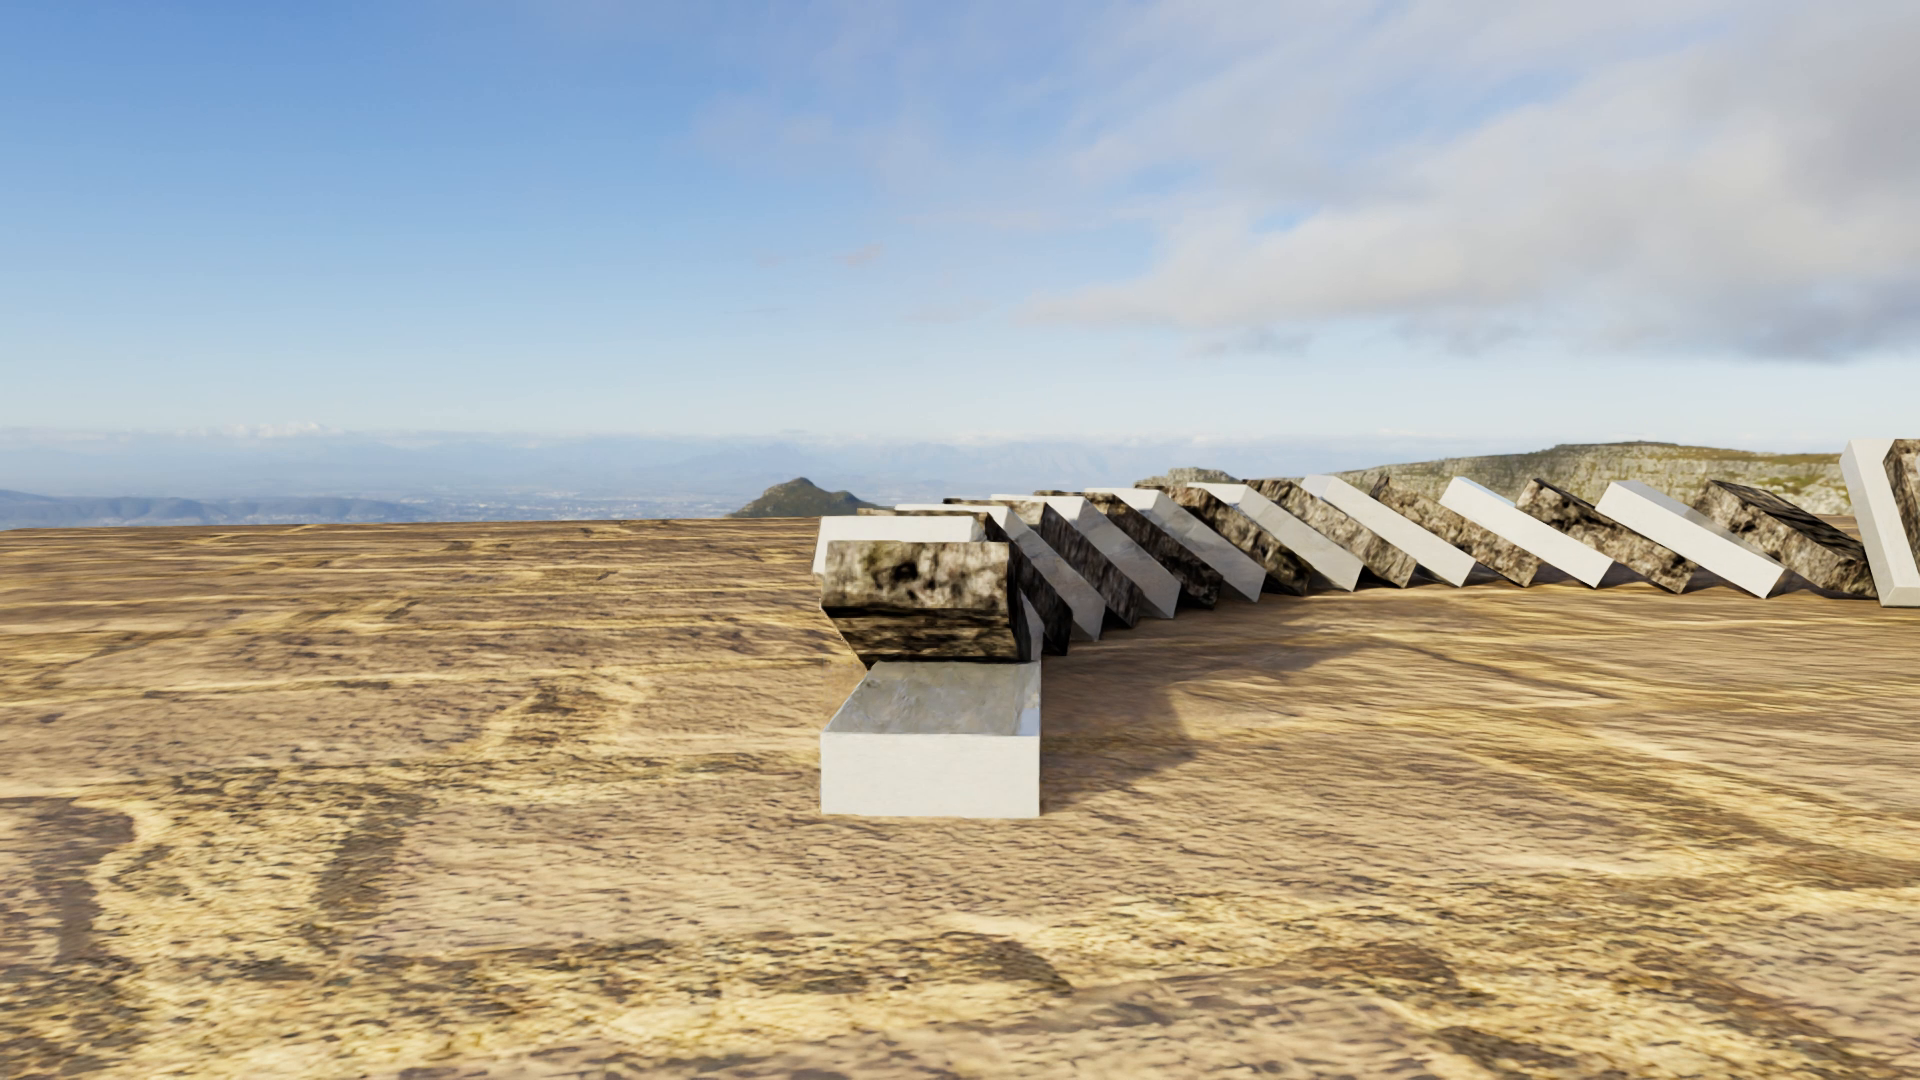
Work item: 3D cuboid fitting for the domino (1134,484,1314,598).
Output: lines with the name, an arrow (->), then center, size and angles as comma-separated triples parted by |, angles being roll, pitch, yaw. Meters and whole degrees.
domino -> 0.072, 0.000, 0.354 | 0.050, 0.009, 0.025 | 30, -14, -33

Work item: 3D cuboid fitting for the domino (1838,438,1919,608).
domino -> 0.256, -0.005, 0.342 | 0.025, 0.050, 0.010 | 1, -37, 15

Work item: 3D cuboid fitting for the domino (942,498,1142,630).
domino -> 0.018, 0.006, 0.284 | 0.025, 0.009, 0.050 | 3, -21, 34

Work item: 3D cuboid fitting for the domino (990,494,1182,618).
domino -> 0.029, 0.004, 0.303 | 0.025, 0.009, 0.050 | 3, -21, 38

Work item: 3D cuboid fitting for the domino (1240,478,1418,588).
domino -> 0.108, -0.002, 0.380 | 0.050, 0.009, 0.025 | 28, -6, -19

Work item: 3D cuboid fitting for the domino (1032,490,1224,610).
domino -> 0.042, 0.003, 0.322 | 0.025, 0.009, 0.050 | 5, -21, 46

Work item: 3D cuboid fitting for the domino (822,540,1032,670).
domino -> -0.003, 0.013, 0.196 | 0.025, 0.009, 0.050 | 1, -20, 7

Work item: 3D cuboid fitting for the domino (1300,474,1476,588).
domino -> 0.129, -0.003, 0.391 | 0.050, 0.010, 0.025 | 30, 2, -5

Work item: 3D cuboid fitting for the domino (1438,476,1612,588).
domino -> 0.174, -0.003, 0.393 | 0.050, 0.009, 0.025 | 33, 17, 23

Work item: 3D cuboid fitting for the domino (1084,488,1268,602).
domino -> 0.056, 0.002, 0.339 | 0.050, 0.010, 0.025 | 31, -17, -37

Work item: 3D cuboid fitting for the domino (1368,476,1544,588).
domino -> 0.151, -0.003, 0.395 | 0.050, 0.010, 0.025 | 30, 10, 8

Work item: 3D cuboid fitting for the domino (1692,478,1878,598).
domino -> 0.238, -0.001, 0.367 | 0.025, 0.010, 0.050 | 8, 25, -18

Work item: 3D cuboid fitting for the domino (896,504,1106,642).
domino -> 0.009, 0.007, 0.264 | 0.025, 0.010, 0.050 | 3, -22, 31

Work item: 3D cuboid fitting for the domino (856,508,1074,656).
domino -> 0.002, 0.009, 0.242 | 0.025, 0.009, 0.050 | 2, -22, 24

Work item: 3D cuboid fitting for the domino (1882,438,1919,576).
domino -> 0.258, -0.004, 0.328 | 0.025, 0.050, 0.010 | 1, -37, 15

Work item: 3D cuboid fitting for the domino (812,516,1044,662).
domino -> -0.004, 0.010, 0.220 | 0.025, 0.009, 0.050 | 1, -23, 18

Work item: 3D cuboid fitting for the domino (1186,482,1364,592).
domino -> 0.089, -0.001, 0.368 | 0.050, 0.009, 0.025 | 29, -10, -27

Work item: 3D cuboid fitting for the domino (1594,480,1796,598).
domino -> 0.215, -0.001, 0.374 | 0.025, 0.010, 0.050 | -5, 34, -47

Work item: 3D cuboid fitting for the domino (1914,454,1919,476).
domino -> 0.257, -0.003, 0.315 | 0.025, 0.050, 0.009 | 1, -37, 15

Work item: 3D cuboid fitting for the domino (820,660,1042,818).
domino -> -0.002, 0.025, 0.171 | 0.025, 0.009, 0.050 | 0, 4, 4

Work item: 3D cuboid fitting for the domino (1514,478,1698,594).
domino -> 0.193, -0.002, 0.383 | 0.050, 0.010, 0.025 | 33, 19, 23
